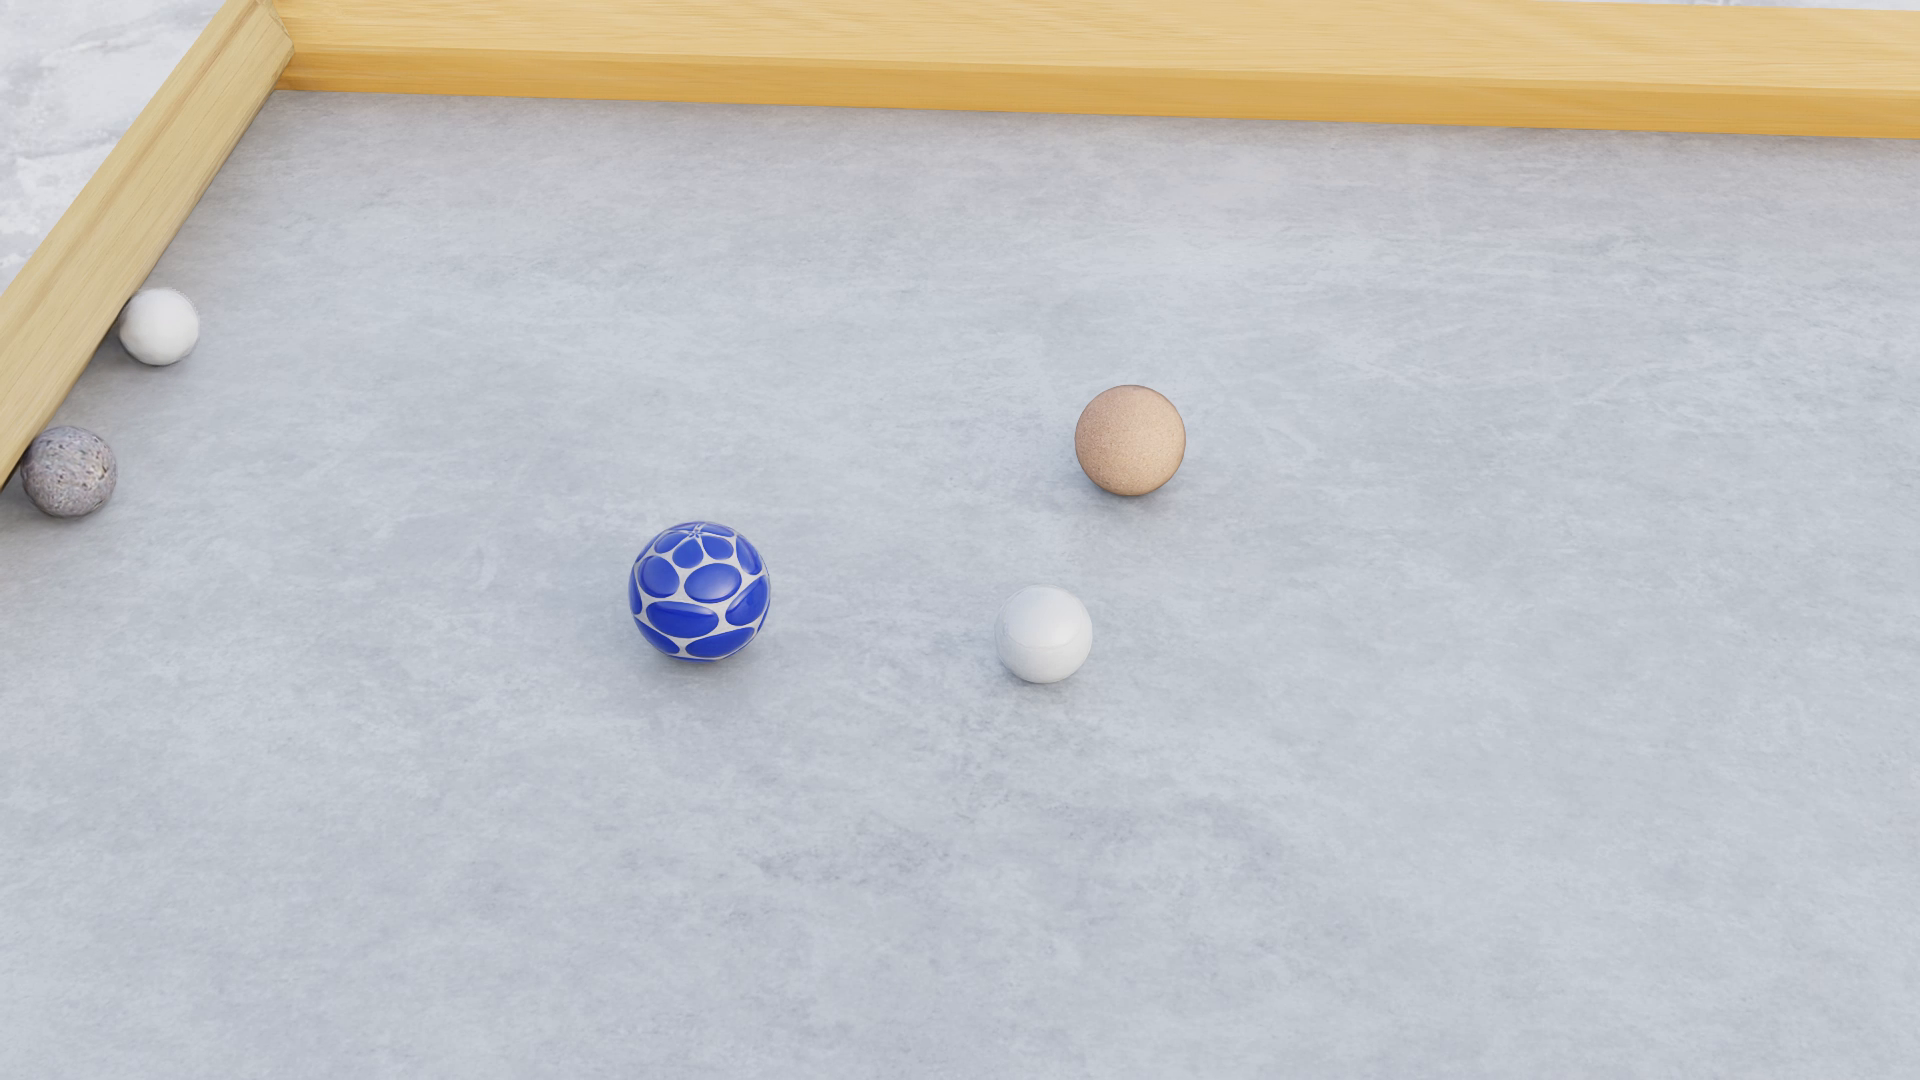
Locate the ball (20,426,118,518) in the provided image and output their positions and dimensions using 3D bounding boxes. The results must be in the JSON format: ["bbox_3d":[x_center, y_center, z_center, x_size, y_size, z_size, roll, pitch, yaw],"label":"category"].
[{"bbox_3d":[-0.675,-0.052,1.943,0.069,0.069,0.069,0,35,0],"label":"ball"}]

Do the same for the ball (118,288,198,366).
[{"bbox_3d":[-0.665,-0.177,2.127,0.064,0.064,0.064,0,35,0],"label":"ball"}]

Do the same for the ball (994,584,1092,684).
[{"bbox_3d":[0.058,0.065,1.776,0.069,0.069,0.069,0,35,0],"label":"ball"}]

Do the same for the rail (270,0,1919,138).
[{"bbox_3d":[0.802,-0.436,2.439,2.999,0.130,0.045,2,35,3],"label":"rail"}]

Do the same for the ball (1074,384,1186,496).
[{"bbox_3d":[0.130,-0.076,1.964,0.086,0.086,0.086,0,35,0],"label":"ball"}]

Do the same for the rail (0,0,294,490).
[{"bbox_3d":[-0.724,-0.050,1.885,0.045,0.130,1.606,2,35,3],"label":"rail"}]

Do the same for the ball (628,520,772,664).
[{"bbox_3d":[-0.182,0.036,1.790,0.100,0.100,0.100,0,35,0],"label":"ball"}]
